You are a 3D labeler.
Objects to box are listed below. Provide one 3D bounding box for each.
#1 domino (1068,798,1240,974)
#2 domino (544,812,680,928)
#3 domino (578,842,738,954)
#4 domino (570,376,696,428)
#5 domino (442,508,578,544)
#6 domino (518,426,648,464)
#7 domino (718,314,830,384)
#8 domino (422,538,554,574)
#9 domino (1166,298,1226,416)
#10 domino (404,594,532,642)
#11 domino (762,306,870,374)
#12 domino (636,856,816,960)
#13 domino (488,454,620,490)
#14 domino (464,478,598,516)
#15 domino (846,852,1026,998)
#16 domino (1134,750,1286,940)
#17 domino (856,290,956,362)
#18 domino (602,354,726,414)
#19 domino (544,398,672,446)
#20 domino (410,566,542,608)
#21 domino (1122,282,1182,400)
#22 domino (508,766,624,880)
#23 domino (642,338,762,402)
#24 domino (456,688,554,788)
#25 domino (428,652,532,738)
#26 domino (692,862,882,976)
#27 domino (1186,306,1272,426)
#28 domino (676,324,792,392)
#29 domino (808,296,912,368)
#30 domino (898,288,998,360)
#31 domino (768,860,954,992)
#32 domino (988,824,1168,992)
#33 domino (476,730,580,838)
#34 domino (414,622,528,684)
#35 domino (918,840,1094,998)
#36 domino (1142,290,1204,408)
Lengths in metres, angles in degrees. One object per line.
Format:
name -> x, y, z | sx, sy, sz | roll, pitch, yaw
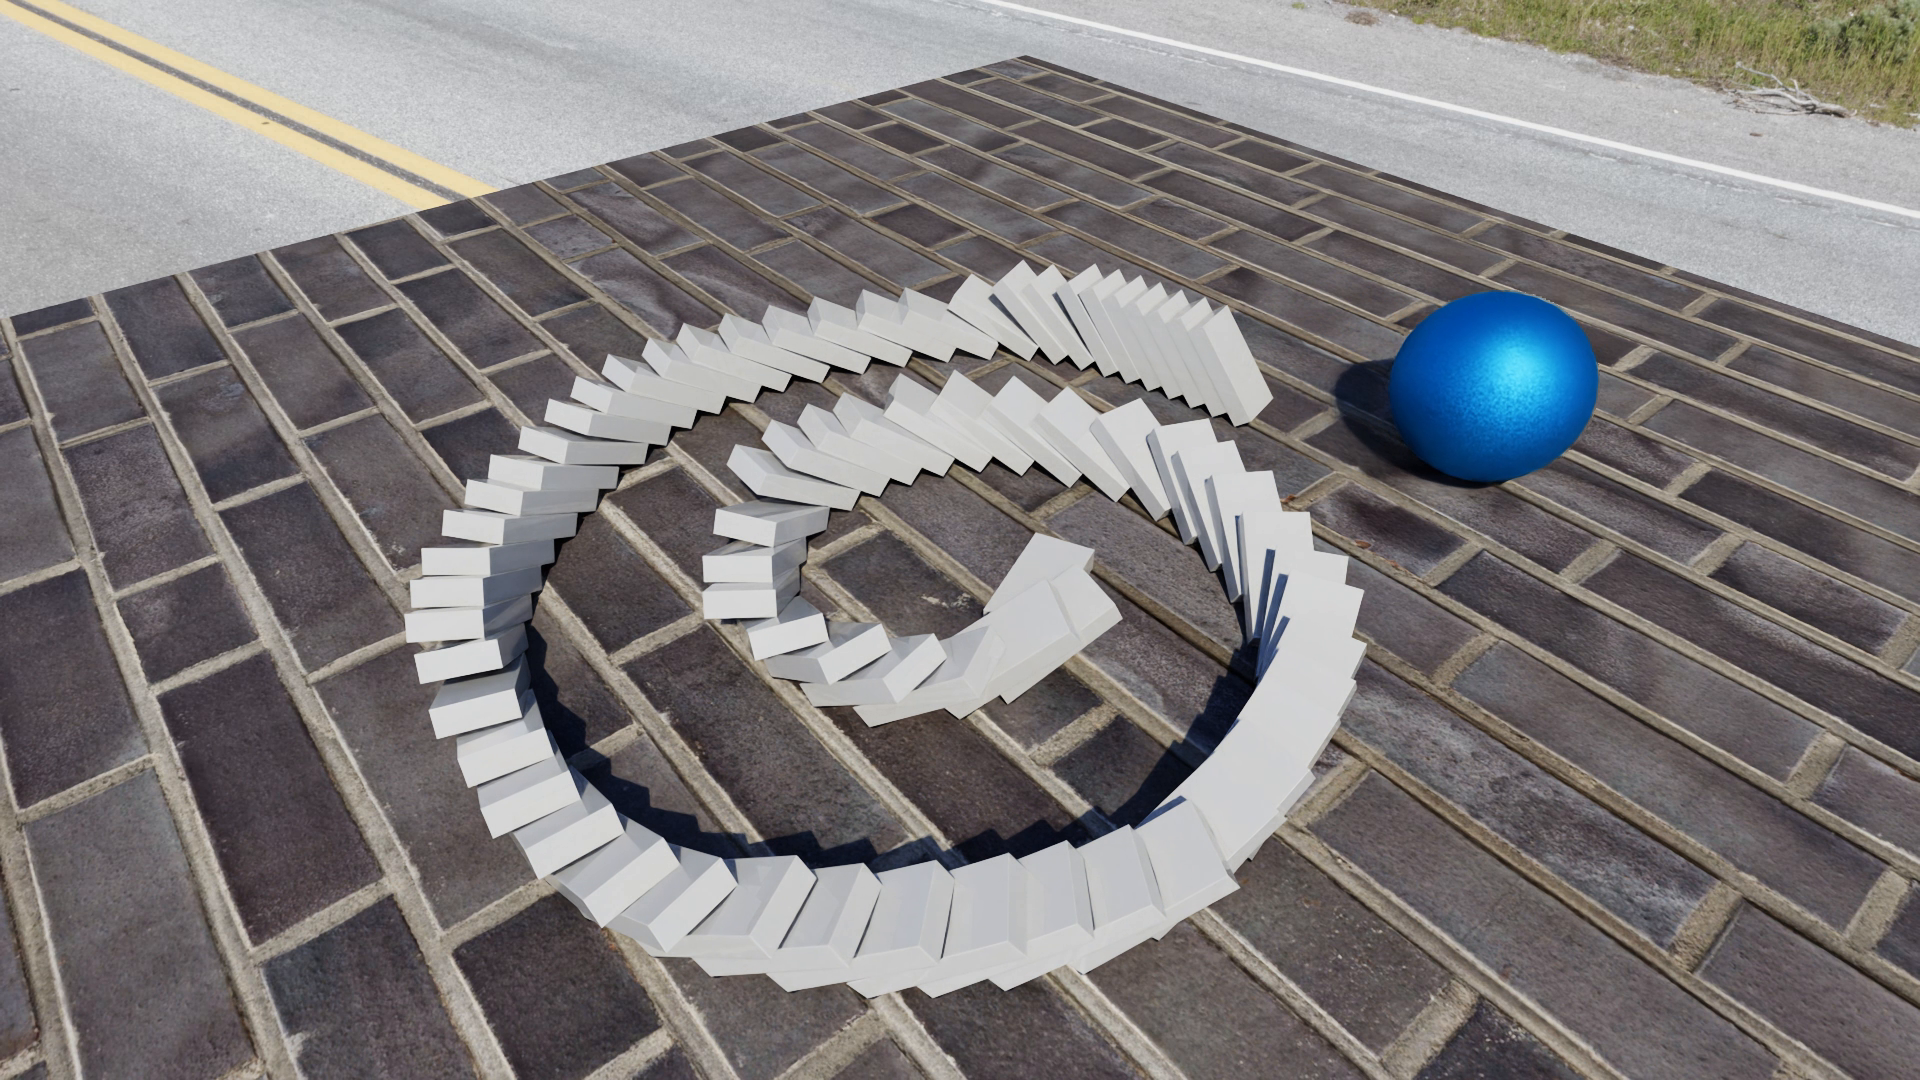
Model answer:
domino -> 0.049, 0.096, 0.305 | 0.050, 0.009, 0.025 | -33, 42, 11
domino -> -0.102, 0.091, 0.312 | 0.025, 0.009, 0.050 | -36, 20, -31
domino -> -0.086, 0.097, 0.305 | 0.050, 0.010, 0.025 | -6, 27, 47
domino -> -0.147, -0.062, 0.497 | 0.025, 0.010, 0.050 | 25, 10, 30
domino -> -0.175, -0.006, 0.430 | 0.025, 0.009, 0.050 | 8, 5, 11
domino -> -0.161, -0.041, 0.473 | 0.025, 0.010, 0.050 | 18, 11, 21
domino -> -0.091, -0.094, 0.538 | 0.050, 0.010, 0.025 | 14, 28, -37
domino -> -0.176, 0.006, 0.414 | 0.025, 0.010, 0.050 | 0, 4, 5
domino -> 0.118, -0.087, 0.521 | 0.010, 0.050, 0.025 | -15, 20, 48
domino -> -0.172, 0.027, 0.389 | 0.025, 0.010, 0.050 | -3, 4, -4
domino -> -0.071, -0.099, 0.546 | 0.050, 0.010, 0.025 | 14, 30, -33
domino -> -0.065, 0.100, 0.300 | 0.050, 0.010, 0.025 | -15, 29, 36
domino -> -0.168, -0.028, 0.456 | 0.025, 0.010, 0.050 | 12, 7, 16
domino -> -0.172, -0.018, 0.444 | 0.025, 0.010, 0.050 | 12, 7, 14
domino -> -0.006, 0.104, 0.296 | 0.050, 0.010, 0.025 | -24, 37, 23
domino -> 0.066, 0.087, 0.315 | 0.050, 0.009, 0.025 | -44, 51, 2
domino -> -0.028, -0.109, 0.559 | 0.050, 0.010, 0.025 | 18, 34, -21
domino -> -0.137, -0.072, 0.509 | 0.025, 0.010, 0.050 | 34, 16, 38
domino -> -0.154, -0.051, 0.484 | 0.025, 0.009, 0.050 | 19, 7, 24
domino -> -0.175, 0.016, 0.401 | 0.025, 0.010, 0.050 | -2, 4, 1
domino -> 0.099, -0.096, 0.533 | 0.009, 0.050, 0.025 | -16, 20, 47
domino -> -0.119, 0.082, 0.324 | 0.025, 0.010, 0.050 | -26, 16, -28
domino -> -0.122, -0.080, 0.521 | 0.050, 0.009, 0.025 | 11, 24, -45
domino -> -0.145, 0.062, 0.350 | 0.025, 0.009, 0.050 | -19, 14, -22
domino -> -0.157, 0.050, 0.363 | 0.025, 0.010, 0.050 | -14, 12, -16
domino -> -0.047, 0.103, 0.298 | 0.050, 0.009, 0.025 | -17, 30, 31
domino -> 0.127, -0.081, 0.514 | 0.010, 0.050, 0.025 | -15, 20, 48
domino -> -0.109, -0.088, 0.529 | 0.050, 0.009, 0.025 | 14, 24, -40
domino -> -0.050, -0.105, 0.553 | 0.050, 0.010, 0.025 | 15, 32, -27
domino -> -0.006, -0.110, 0.561 | 0.050, 0.009, 0.025 | 17, 34, -21
domino -> -0.027, 0.104, 0.296 | 0.050, 0.009, 0.025 | -21, 33, 26
domino -> 0.029, 0.101, 0.301 | 0.050, 0.010, 0.025 | -30, 38, 15
domino -> -0.133, 0.073, 0.335 | 0.025, 0.009, 0.050 | -22, 14, -23
domino -> -0.165, 0.038, 0.375 | 0.025, 0.009, 0.050 | -11, 4, -12
domino -> 0.011, 0.103, 0.298 | 0.050, 0.010, 0.025 | -27, 36, 19
domino -> 0.108, -0.091, 0.527 | 0.009, 0.050, 0.025 | -16, 20, 47
